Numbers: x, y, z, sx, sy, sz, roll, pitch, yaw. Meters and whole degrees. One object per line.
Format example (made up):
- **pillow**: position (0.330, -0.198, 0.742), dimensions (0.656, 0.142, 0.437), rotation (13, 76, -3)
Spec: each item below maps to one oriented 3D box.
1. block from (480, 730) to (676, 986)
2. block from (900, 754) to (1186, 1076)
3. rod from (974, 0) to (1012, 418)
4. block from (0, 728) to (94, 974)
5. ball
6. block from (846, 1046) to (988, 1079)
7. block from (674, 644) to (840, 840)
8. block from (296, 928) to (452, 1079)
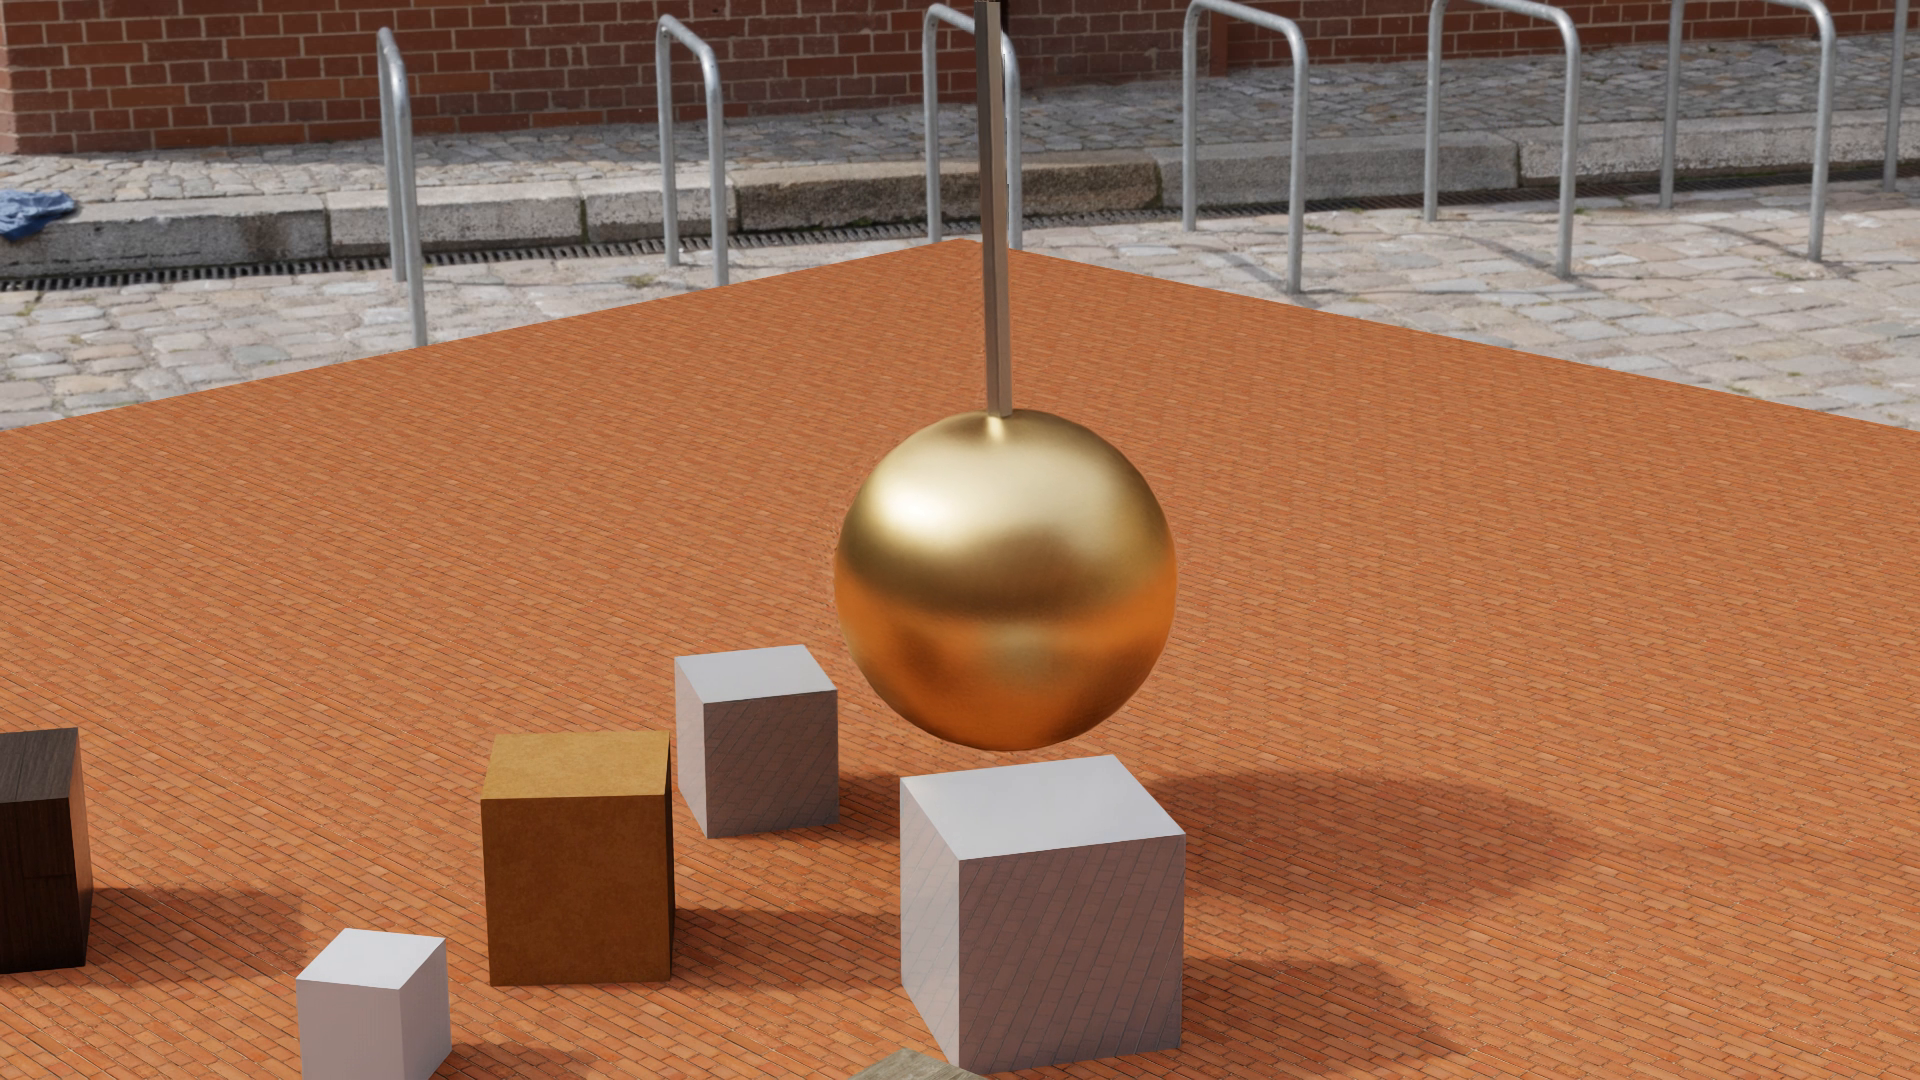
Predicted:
- **block**: position (-1.626, 1.358, 12.603), dimensions (0.757, 0.852, 0.737), rotation (-1, 17, -4)
- **block**: position (0.321, 1.515, 11.966), dimensions (0.932, 0.935, 0.879), rotation (-5, 18, -15)
- **rod**: position (0.091, -3.021, 12.488), dimensions (0.080, 5.200, 0.080), rotation (17, 27, 42)
- **block**: position (-4.199, 1.355, 12.734), dimensions (0.738, 0.779, 0.844), rotation (-4, 18, -13)
- **ball**: position (0.211, 0.182, 13.620), dimensions (1.600, 1.600, 1.600), rotation (0, 17, 0)
- **block**: position (-0.178, 2.217, 10.342), dimensions (0.507, 0.569, 0.549), rotation (14, 22, 37)
- **block**: position (-0.984, 0.963, 14.141), dimensions (0.646, 0.684, 0.667), rotation (-5, 18, -16)
- **block**: position (-2.304, 1.874, 11.553), dimensions (0.427, 0.497, 0.470), rotation (4, 18, 12)
